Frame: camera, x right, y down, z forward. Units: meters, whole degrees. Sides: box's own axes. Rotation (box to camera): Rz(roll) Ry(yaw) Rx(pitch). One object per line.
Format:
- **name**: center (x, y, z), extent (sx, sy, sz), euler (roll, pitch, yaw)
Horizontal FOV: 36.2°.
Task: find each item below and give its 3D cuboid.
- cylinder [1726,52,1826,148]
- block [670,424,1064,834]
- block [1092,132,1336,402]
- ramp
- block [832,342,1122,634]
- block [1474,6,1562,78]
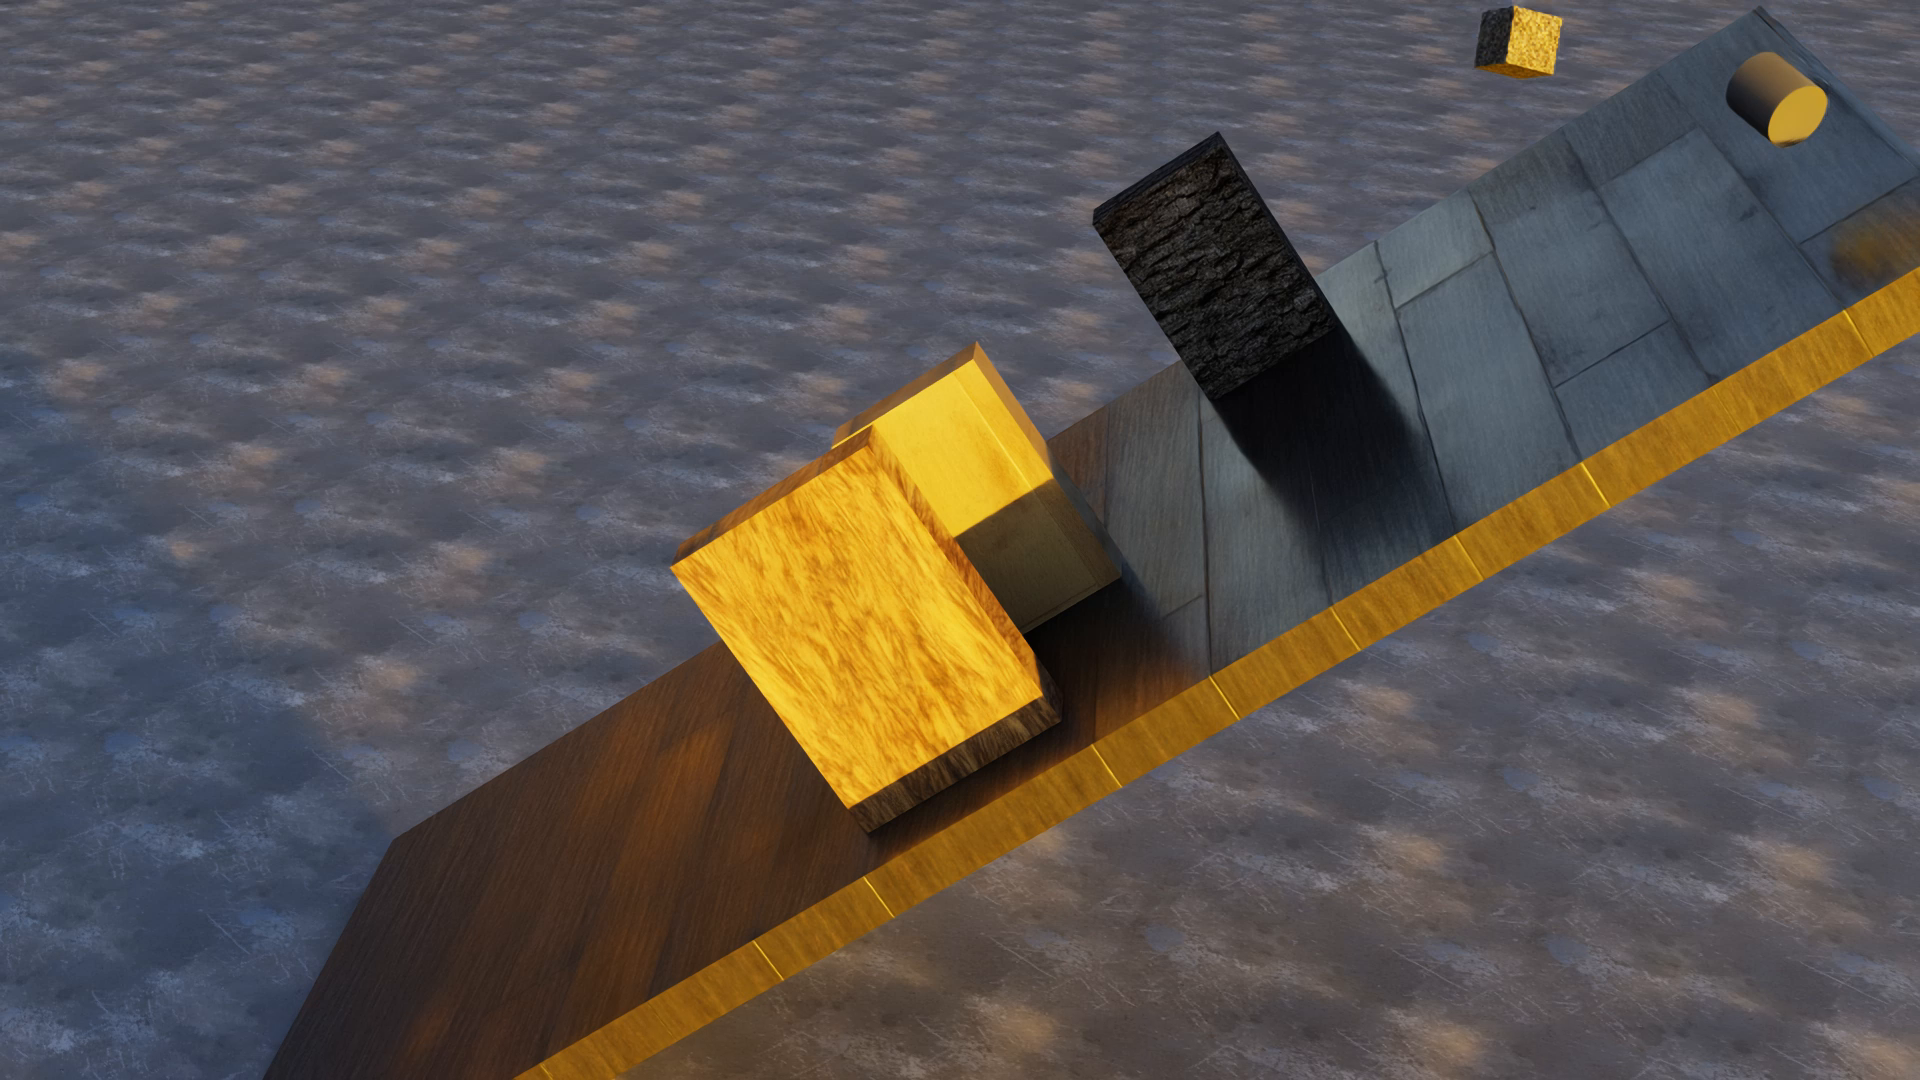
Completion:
- **cylinder**: center (1.527, -0.824, 5.501), extent (0.130, 0.130, 0.130), euler (-10, 41, -24)
- **block**: center (-0.169, 0.173, 5.519), extent (0.443, 0.644, 0.125), euler (-31, 16, 14)
- **block**: center (0.573, -0.613, 6.615), extent (0.332, 0.493, 0.139), euler (-31, 16, 14)
- **ramp**: center (0.139, 0.171, 6.298), extent (4.000, 0.100, 2.000), euler (-31, 16, 14)
- **block**: center (0.039, -0.079, 6.023), extent (0.344, 0.548, 0.127), euler (-31, 16, 14)
- **block**: center (1.078, -0.961, 5.687), extent (0.109, 0.109, 0.109), euler (9, 0, -24)
